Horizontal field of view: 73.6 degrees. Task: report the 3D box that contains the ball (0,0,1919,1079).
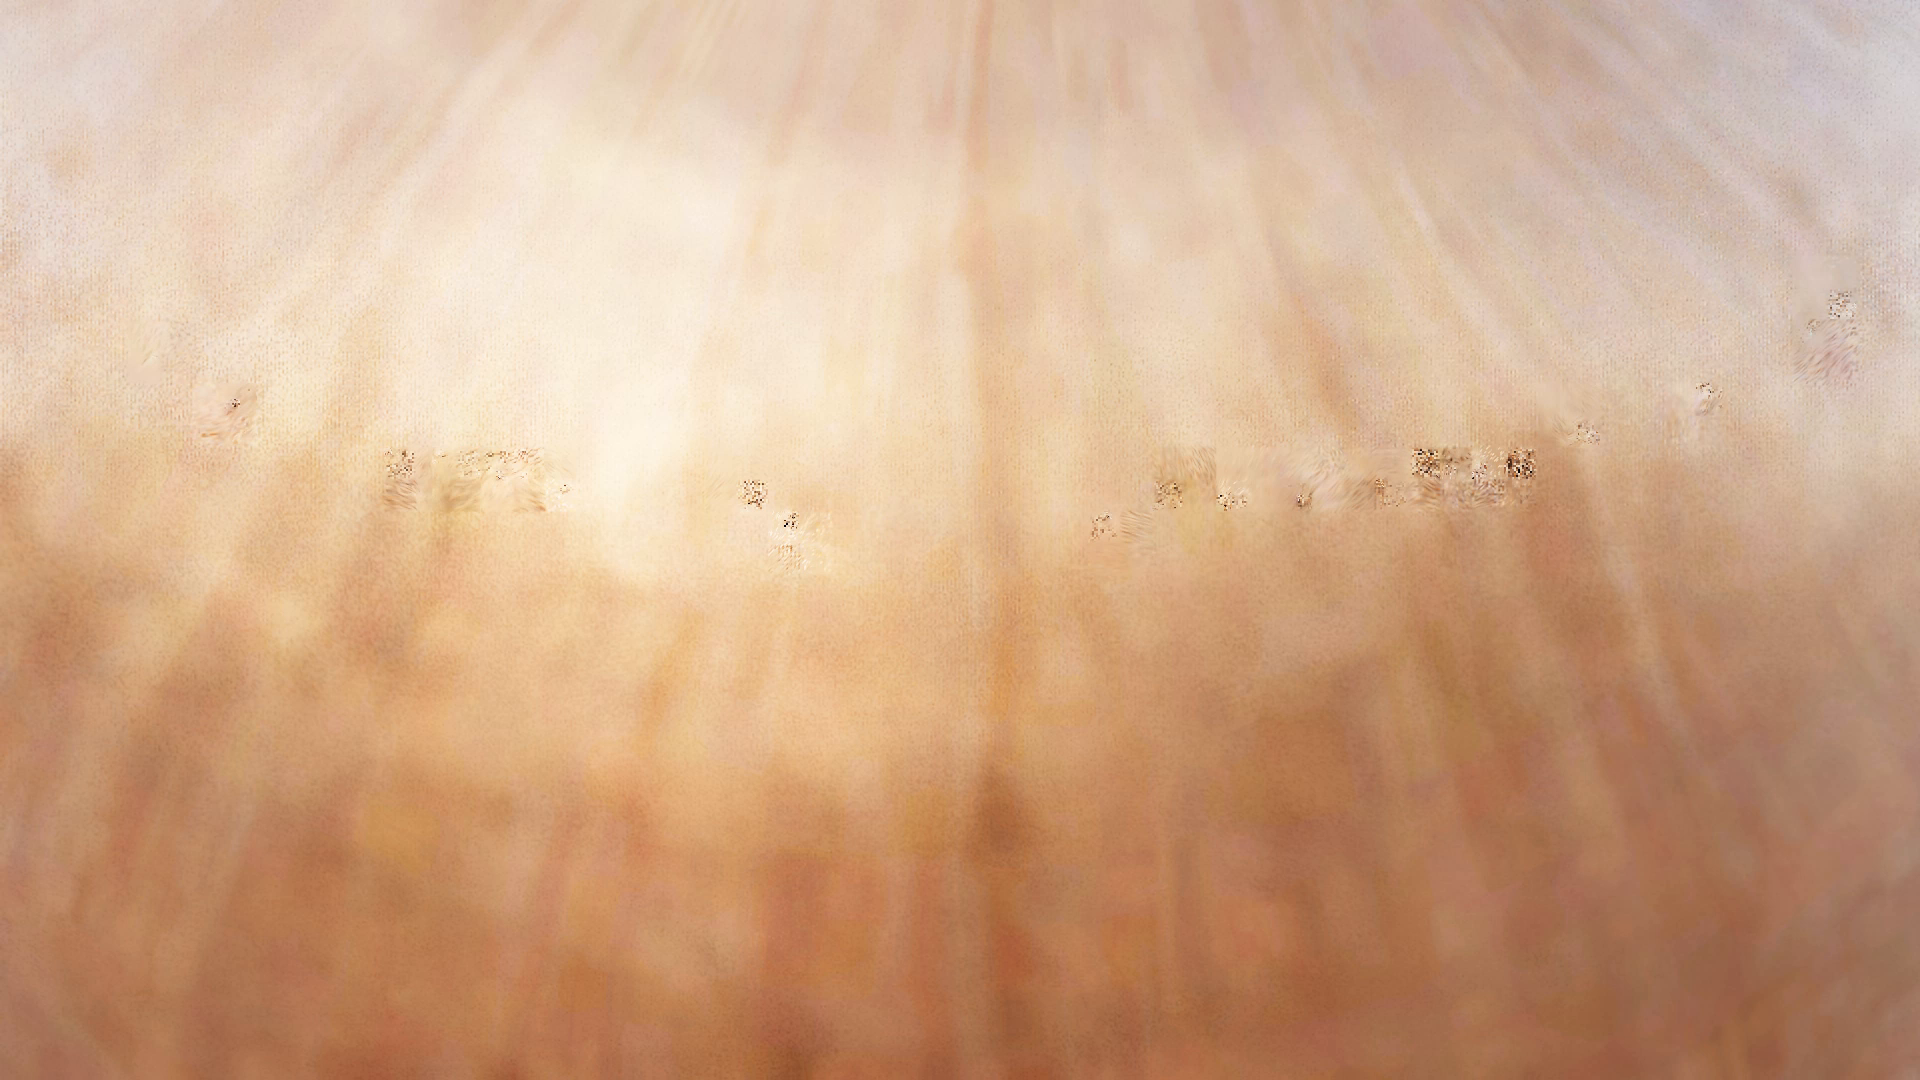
[{"bbox_3d":[0.000,-0.002,0.056,0.080,0.080,0.080,0,4,0],"label":"ball"}]
